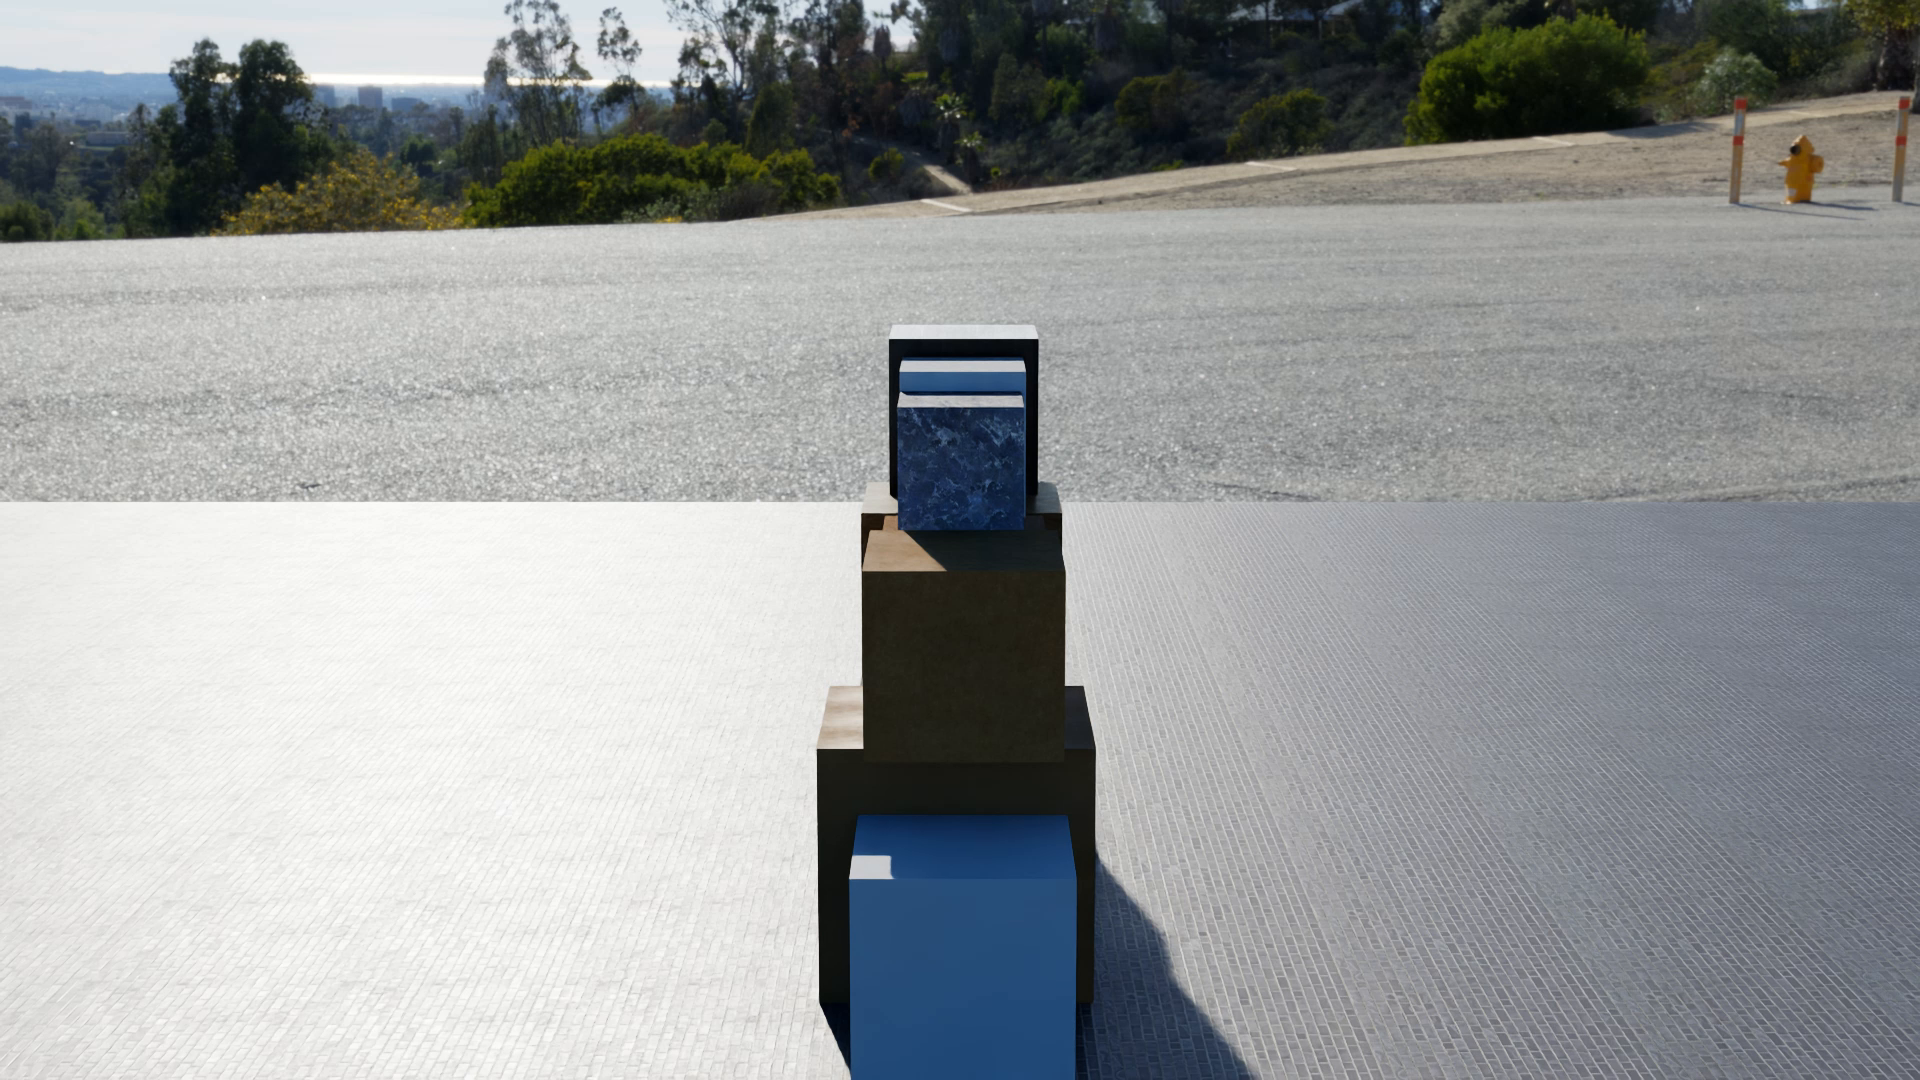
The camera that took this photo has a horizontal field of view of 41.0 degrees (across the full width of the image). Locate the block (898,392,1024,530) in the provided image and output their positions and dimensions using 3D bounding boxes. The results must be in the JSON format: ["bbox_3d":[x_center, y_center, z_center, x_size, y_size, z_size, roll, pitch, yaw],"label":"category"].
[{"bbox_3d":[0.003,-0.308,10.501,0.504,0.542,0.530,0,10,0],"label":"block"}]

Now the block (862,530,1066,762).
[{"bbox_3d":[0.014,0.390,9.805,0.741,0.717,0.847,0,10,0],"label":"block"}]

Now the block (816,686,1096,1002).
[{"bbox_3d":[-0.014,1.188,10.228,1.051,1.003,1.008,0,10,0],"label":"block"}]

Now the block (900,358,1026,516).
[{"bbox_3d":[0.012,-0.451,11.037,0.529,0.613,0.563,0,10,0],"label":"block"}]

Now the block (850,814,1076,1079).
[{"bbox_3d":[0.010,1.475,9.359,0.790,0.749,0.785,0,10,0],"label":"block"}]

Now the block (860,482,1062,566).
[{"bbox_3d":[0.007,0.161,11.376,0.857,0.712,0.833,0,10,0],"label":"block"}]

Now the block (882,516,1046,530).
[{"bbox_3d":[0.017,0.281,10.597,0.670,0.651,0.726,0,10,0],"label":"block"}]

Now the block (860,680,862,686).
[{"bbox_3d":[0.001,1.044,11.168,0.849,0.951,0.872,0,10,0],"label":"block"}]

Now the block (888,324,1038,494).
[{"bbox_3d":[0.016,-0.600,11.638,0.658,0.692,0.652,0,10,0],"label":"block"}]
